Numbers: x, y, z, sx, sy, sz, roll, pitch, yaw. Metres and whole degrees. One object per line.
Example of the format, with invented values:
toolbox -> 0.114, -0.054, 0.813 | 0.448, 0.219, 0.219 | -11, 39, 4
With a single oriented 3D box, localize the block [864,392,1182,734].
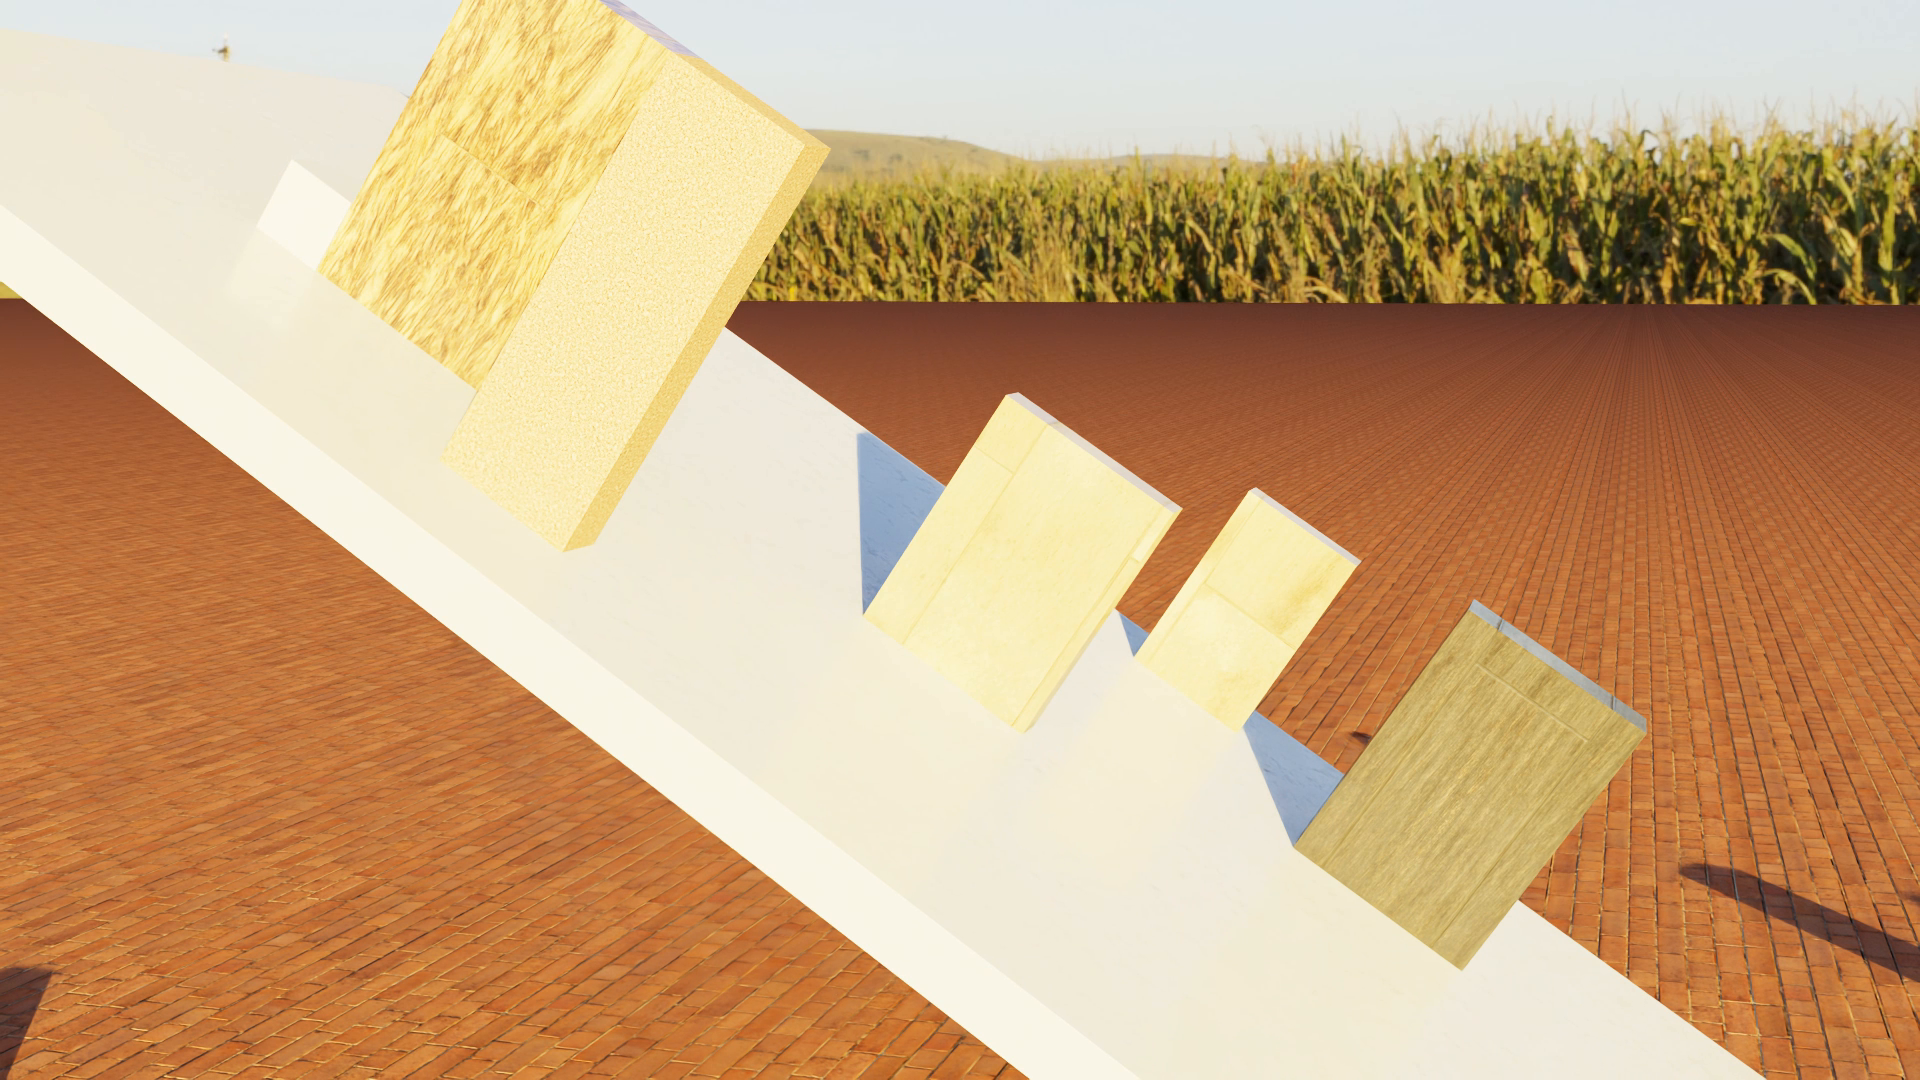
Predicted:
block -> 0.108, 0.042, 3.925 | 0.360, 0.487, 0.081 | 36, 15, 10

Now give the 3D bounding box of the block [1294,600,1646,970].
block -> 0.968, 0.465, 4.192 | 0.389, 0.574, 0.142 | 36, 15, 10

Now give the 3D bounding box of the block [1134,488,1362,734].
block -> 0.612, 0.150, 4.697 | 0.273, 0.443, 0.084 | 36, 15, 10

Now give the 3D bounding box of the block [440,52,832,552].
block -> -0.511, -0.362, 3.419 | 0.254, 0.747, 0.111 | 36, 15, 10

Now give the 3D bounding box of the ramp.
ramp -> -0.119, 0.202, 4.095 | 4.000, 0.100, 2.000 | 36, 15, 10

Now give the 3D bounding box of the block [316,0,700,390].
block -> -0.792, -0.653, 3.864 | 0.393, 0.689, 0.128 | 36, 15, 10

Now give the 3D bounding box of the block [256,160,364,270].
block -> -1.149, -0.587, 3.984 | 0.142, 0.142, 0.142 | 36, 15, 10
